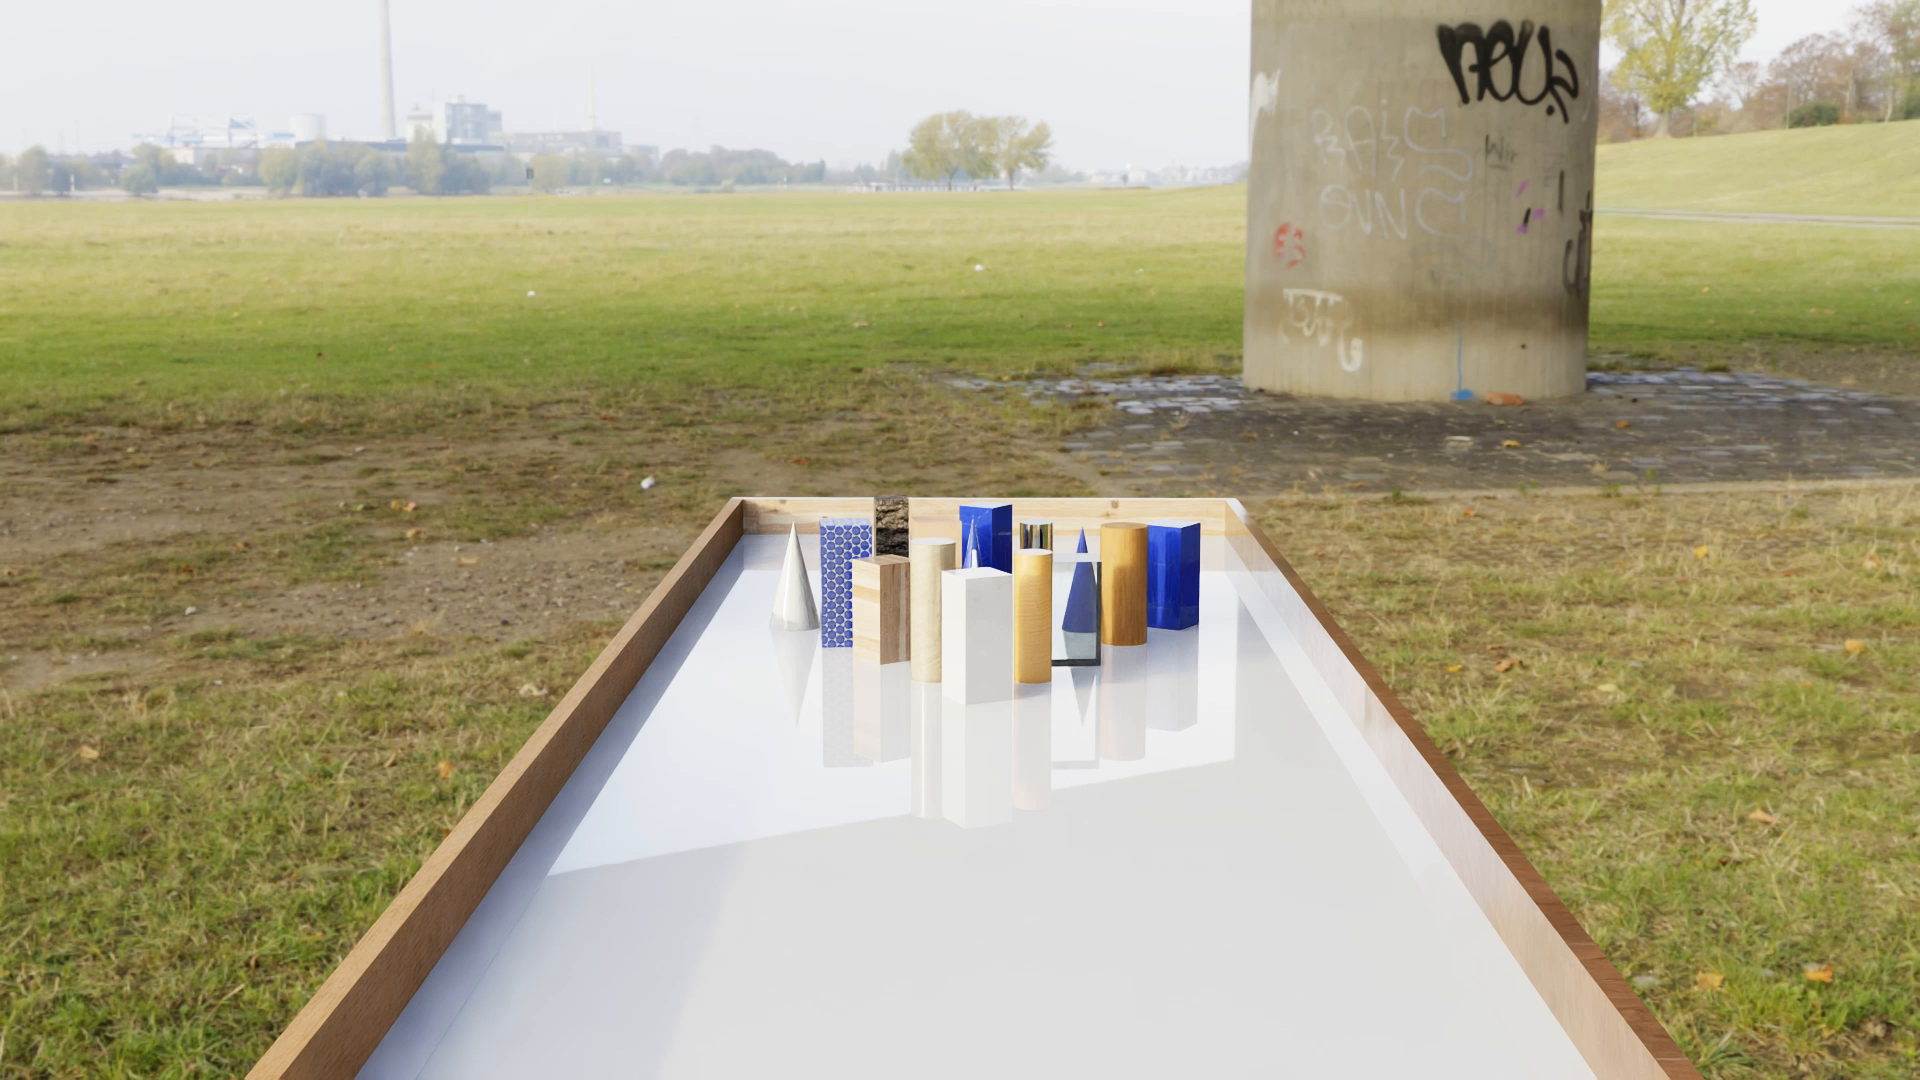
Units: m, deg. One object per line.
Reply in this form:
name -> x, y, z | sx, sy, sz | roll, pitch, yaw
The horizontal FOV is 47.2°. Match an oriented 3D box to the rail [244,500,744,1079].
rail -> -1.004, 0.839, 3.234 | 0.050, 0.150, 12.000 | 0, 9, 1

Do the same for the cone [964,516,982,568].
cone -> 0.040, 0.144, 6.670 | 0.163, 0.447, 0.163 | 0, 9, 0

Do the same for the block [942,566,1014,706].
block -> 0.048, 0.268, 6.182 | 0.149, 0.356, 0.149 | -4, 10, -26

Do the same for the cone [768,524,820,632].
cone -> -0.542, 0.110, 7.194 | 0.172, 0.351, 0.172 | 0, 9, 0

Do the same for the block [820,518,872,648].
block -> -0.360, 0.133, 6.936 | 0.159, 0.387, 0.159 | -1, 9, -5

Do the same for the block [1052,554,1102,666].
block -> 0.338, 0.211, 6.663 | 0.158, 0.319, 0.158 | -1, 9, -5

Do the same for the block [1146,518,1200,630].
block -> 0.692, 0.113, 7.217 | 0.142, 0.339, 0.142 | 6, 11, 32

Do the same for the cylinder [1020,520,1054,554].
cylinder -> 0.241, 0.133, 6.943 | 0.106, 0.384, 0.106 | 0, 9, 0

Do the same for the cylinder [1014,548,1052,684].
cylinder -> 0.212, 0.222, 6.402 | 0.111, 0.378, 0.111 | 0, 9, 0

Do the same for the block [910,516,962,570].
block -> -0.076, 0.130, 6.921 | 0.141, 0.397, 0.141 | -2, 9, -10

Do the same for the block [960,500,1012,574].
block -> 0.084, 0.085, 7.176 | 0.126, 0.406, 0.126 | 6, 11, 33

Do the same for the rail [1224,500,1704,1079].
rail -> 1.046, 0.843, 3.208 | 0.050, 0.150, 12.000 | 0, 9, 1

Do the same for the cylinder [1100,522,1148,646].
cylinder -> 0.518, 0.138, 6.951 | 0.151, 0.372, 0.151 | 0, 9, 0

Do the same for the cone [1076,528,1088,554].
cone -> 0.400, 0.117, 7.206 | 0.146, 0.334, 0.146 | 0, 9, 0

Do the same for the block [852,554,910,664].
block -> -0.225, 0.210, 6.710 | 0.147, 0.304, 0.147 | -7, 11, -36

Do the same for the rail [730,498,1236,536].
rail -> 0.099, -0.098, 9.147 | 2.100, 0.150, 0.050 | 0, 9, 1

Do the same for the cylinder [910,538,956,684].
cylinder -> -0.078, 0.204, 6.421 | 0.133, 0.407, 0.133 | 0, 9, 0

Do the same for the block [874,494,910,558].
block -> -0.223, 0.073, 7.174 | 0.106, 0.429, 0.106 | -1, 9, -6
